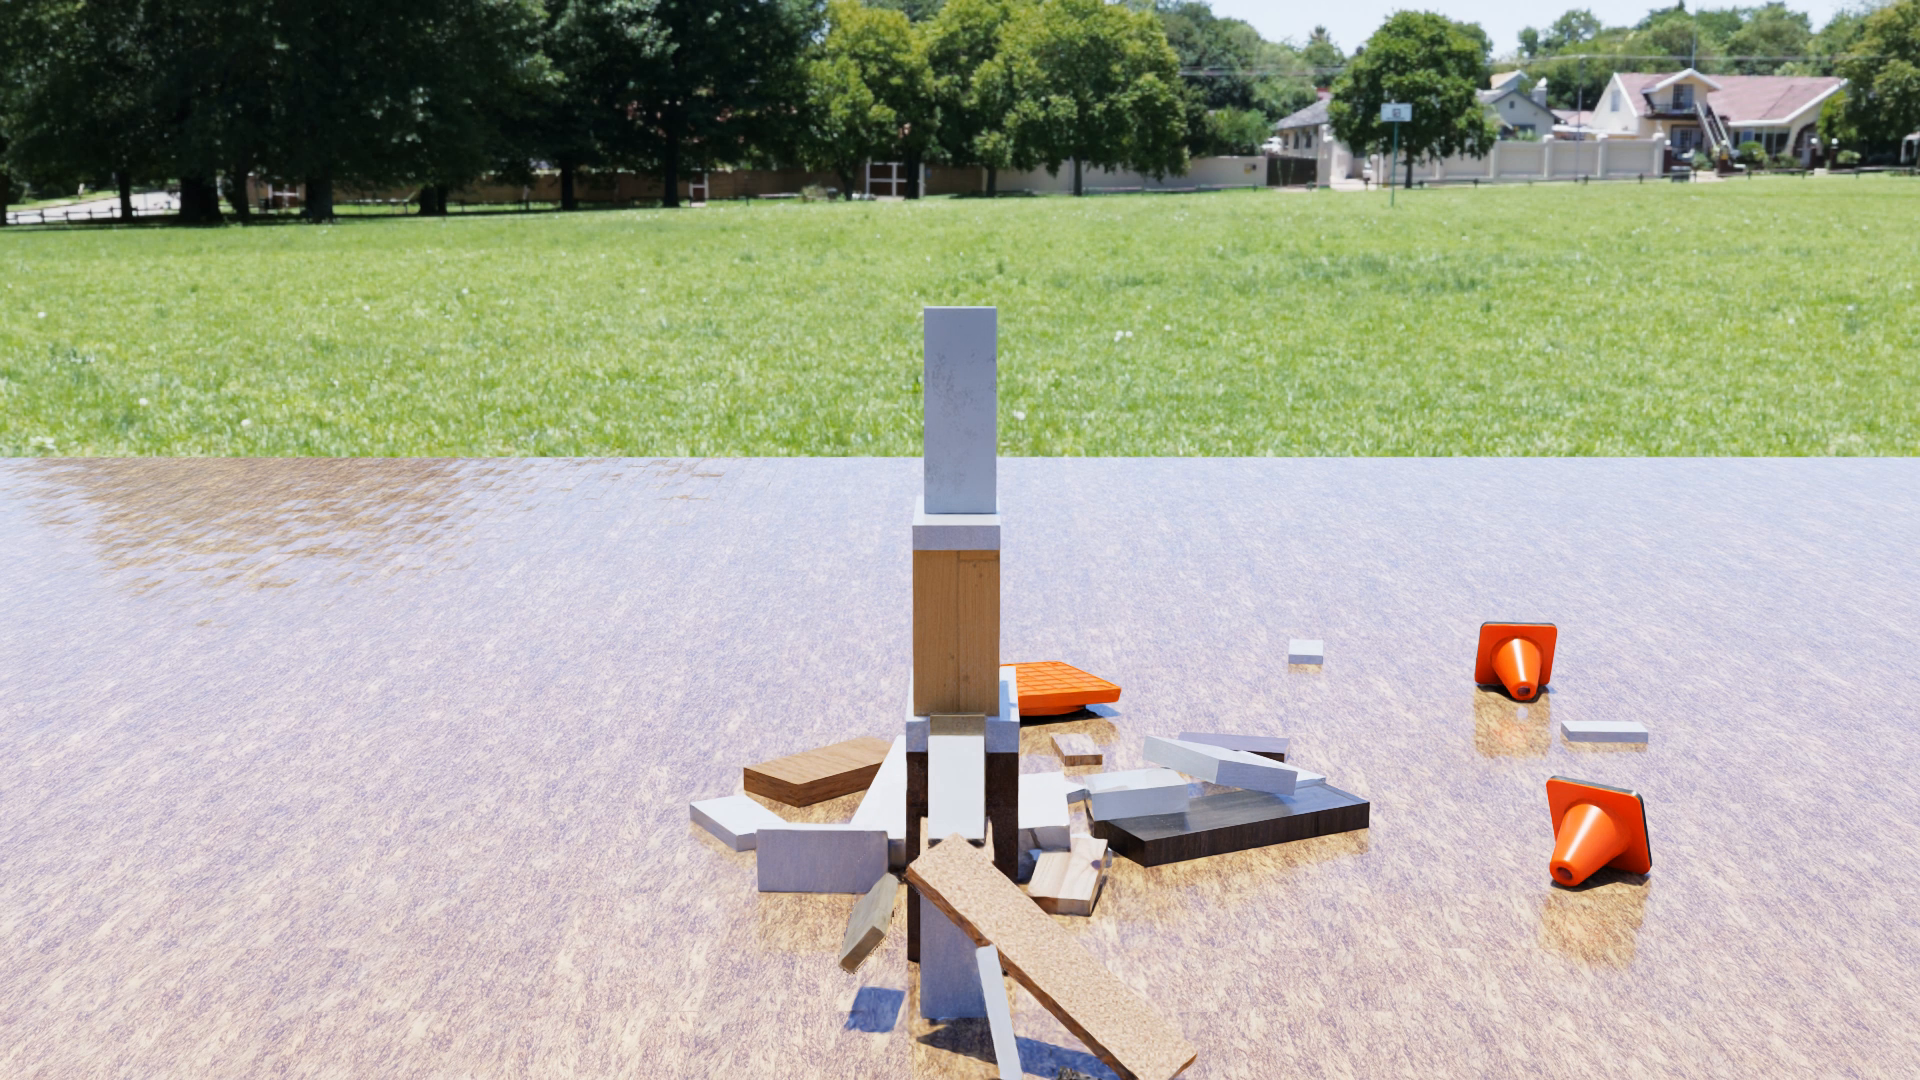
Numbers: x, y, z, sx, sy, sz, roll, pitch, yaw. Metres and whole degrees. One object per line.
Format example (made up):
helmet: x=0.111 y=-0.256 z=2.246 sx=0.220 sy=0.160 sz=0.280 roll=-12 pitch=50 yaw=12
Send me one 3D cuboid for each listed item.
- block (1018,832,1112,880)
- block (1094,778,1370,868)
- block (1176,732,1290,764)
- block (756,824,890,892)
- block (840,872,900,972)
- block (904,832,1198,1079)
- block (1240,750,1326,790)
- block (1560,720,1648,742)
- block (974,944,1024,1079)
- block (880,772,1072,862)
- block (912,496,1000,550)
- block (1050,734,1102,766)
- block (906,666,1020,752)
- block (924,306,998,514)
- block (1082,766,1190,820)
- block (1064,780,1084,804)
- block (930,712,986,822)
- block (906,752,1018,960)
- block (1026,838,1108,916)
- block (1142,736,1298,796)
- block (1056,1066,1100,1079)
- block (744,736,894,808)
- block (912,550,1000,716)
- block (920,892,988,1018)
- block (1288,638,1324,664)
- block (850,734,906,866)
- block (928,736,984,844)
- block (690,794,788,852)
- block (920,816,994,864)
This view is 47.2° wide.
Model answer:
block: x=0.146 y=0.549 z=3.809 sx=0.211 sy=0.030 sz=0.105 roll=-4 pitch=11 yaw=-22
block: x=0.494 y=0.508 z=3.978 sx=0.484 sy=0.048 sz=0.169 roll=-5 pitch=12 yaw=-27
block: x=0.552 y=0.426 z=4.466 sx=0.224 sy=0.032 sz=0.112 roll=3 pitch=11 yaw=14
block: x=-0.229 y=0.532 z=3.680 sx=0.219 sy=0.109 sz=0.031 roll=0 pitch=11 yaw=2
block: x=-0.130 y=0.549 z=3.168 sx=0.023 sy=0.081 sz=0.161 roll=37 pitch=18 yaw=-8
block: x=0.120 y=0.573 z=2.986 sx=0.455 sy=0.028 sz=0.097 roll=40 pitch=48 yaw=23
block: x=0.590 y=0.460 z=4.283 sx=0.112 sy=0.032 sz=0.227 roll=-8 pitch=13 yaw=-36
block: x=1.353 y=0.402 z=4.617 sx=0.162 sy=0.023 sz=0.081 roll=0 pitch=11 yaw=3
block: x=0.054 y=0.629 z=2.858 sx=0.028 sy=0.194 sz=0.097 roll=-12 pitch=-16 yaw=-1
block: x=0.024 y=0.475 z=3.784 sx=0.322 sy=0.046 sz=0.161 roll=-5 pitch=27 yaw=1
block: x=-0.004 y=-0.027 z=3.349 sx=0.130 sy=0.037 sz=0.259 roll=0 pitch=11 yaw=0
block: x=0.238 y=0.427 z=4.484 sx=0.077 sy=0.022 sz=0.155 roll=-1 pitch=11 yaw=-8
block: x=0.005 y=0.262 z=3.444 sx=0.170 sy=0.048 sz=0.339 roll=0 pitch=11 yaw=0
block: x=0.001 y=-0.195 z=3.304 sx=0.109 sy=0.308 sz=0.031 roll=0 pitch=8 yaw=1
block: x=0.317 y=0.461 z=4.011 sx=0.169 sy=0.048 sz=0.338 roll=-6 pitch=-1 yaw=1
block: x=0.162 y=0.487 z=4.166 sx=0.155 sy=0.022 sz=0.077 roll=-10 pitch=14 yaw=-43
block: x=-0.003 y=0.338 z=3.270 sx=0.081 sy=0.161 sz=0.023 roll=0 pitch=8 yaw=0
block: x=0.004 y=0.473 z=3.368 sx=0.170 sy=0.339 sz=0.048 roll=0 pitch=11 yaw=0
block: x=0.180 y=0.558 z=3.665 sx=0.105 sy=0.030 sz=0.211 roll=2 pitch=20 yaw=11
block: x=0.483 y=0.421 z=4.125 sx=0.161 sy=0.046 sz=0.322 roll=10 pitch=-1 yaw=-20
block: x=0.226 y=0.716 z=2.789 sx=0.194 sy=0.028 sz=0.097 roll=8 pitch=-18 yaw=38
block: x=-0.246 y=0.450 z=4.296 sx=0.322 sy=0.046 sz=0.161 roll=-10 pitch=15 yaw=-44
block: x=-0.005 y=0.134 z=3.293 sx=0.130 sy=0.259 sz=0.037 roll=0 pitch=11 yaw=1
block: x=-0.004 y=0.579 z=3.152 sx=0.104 sy=0.209 sz=0.030 roll=0 pitch=8 yaw=0
block: x=0.838 y=0.270 z=5.326 sx=0.081 sy=0.023 sz=0.162 roll=2 pitch=11 yaw=9
block: x=-0.077 y=0.464 z=3.932 sx=0.169 sy=0.048 sz=0.338 roll=1 pitch=28 yaw=17
block: x=-0.006 y=0.363 z=3.203 sx=0.081 sy=0.161 sz=0.023 roll=0 pitch=-30 yaw=0
block: x=-0.399 y=0.513 z=3.998 sx=0.109 sy=0.031 sz=0.219 roll=-6 pitch=12 yaw=-29
block: x=-0.005 y=0.448 z=3.203 sx=0.104 sy=0.030 sz=0.209 roll=0 pitch=10 yaw=-1
